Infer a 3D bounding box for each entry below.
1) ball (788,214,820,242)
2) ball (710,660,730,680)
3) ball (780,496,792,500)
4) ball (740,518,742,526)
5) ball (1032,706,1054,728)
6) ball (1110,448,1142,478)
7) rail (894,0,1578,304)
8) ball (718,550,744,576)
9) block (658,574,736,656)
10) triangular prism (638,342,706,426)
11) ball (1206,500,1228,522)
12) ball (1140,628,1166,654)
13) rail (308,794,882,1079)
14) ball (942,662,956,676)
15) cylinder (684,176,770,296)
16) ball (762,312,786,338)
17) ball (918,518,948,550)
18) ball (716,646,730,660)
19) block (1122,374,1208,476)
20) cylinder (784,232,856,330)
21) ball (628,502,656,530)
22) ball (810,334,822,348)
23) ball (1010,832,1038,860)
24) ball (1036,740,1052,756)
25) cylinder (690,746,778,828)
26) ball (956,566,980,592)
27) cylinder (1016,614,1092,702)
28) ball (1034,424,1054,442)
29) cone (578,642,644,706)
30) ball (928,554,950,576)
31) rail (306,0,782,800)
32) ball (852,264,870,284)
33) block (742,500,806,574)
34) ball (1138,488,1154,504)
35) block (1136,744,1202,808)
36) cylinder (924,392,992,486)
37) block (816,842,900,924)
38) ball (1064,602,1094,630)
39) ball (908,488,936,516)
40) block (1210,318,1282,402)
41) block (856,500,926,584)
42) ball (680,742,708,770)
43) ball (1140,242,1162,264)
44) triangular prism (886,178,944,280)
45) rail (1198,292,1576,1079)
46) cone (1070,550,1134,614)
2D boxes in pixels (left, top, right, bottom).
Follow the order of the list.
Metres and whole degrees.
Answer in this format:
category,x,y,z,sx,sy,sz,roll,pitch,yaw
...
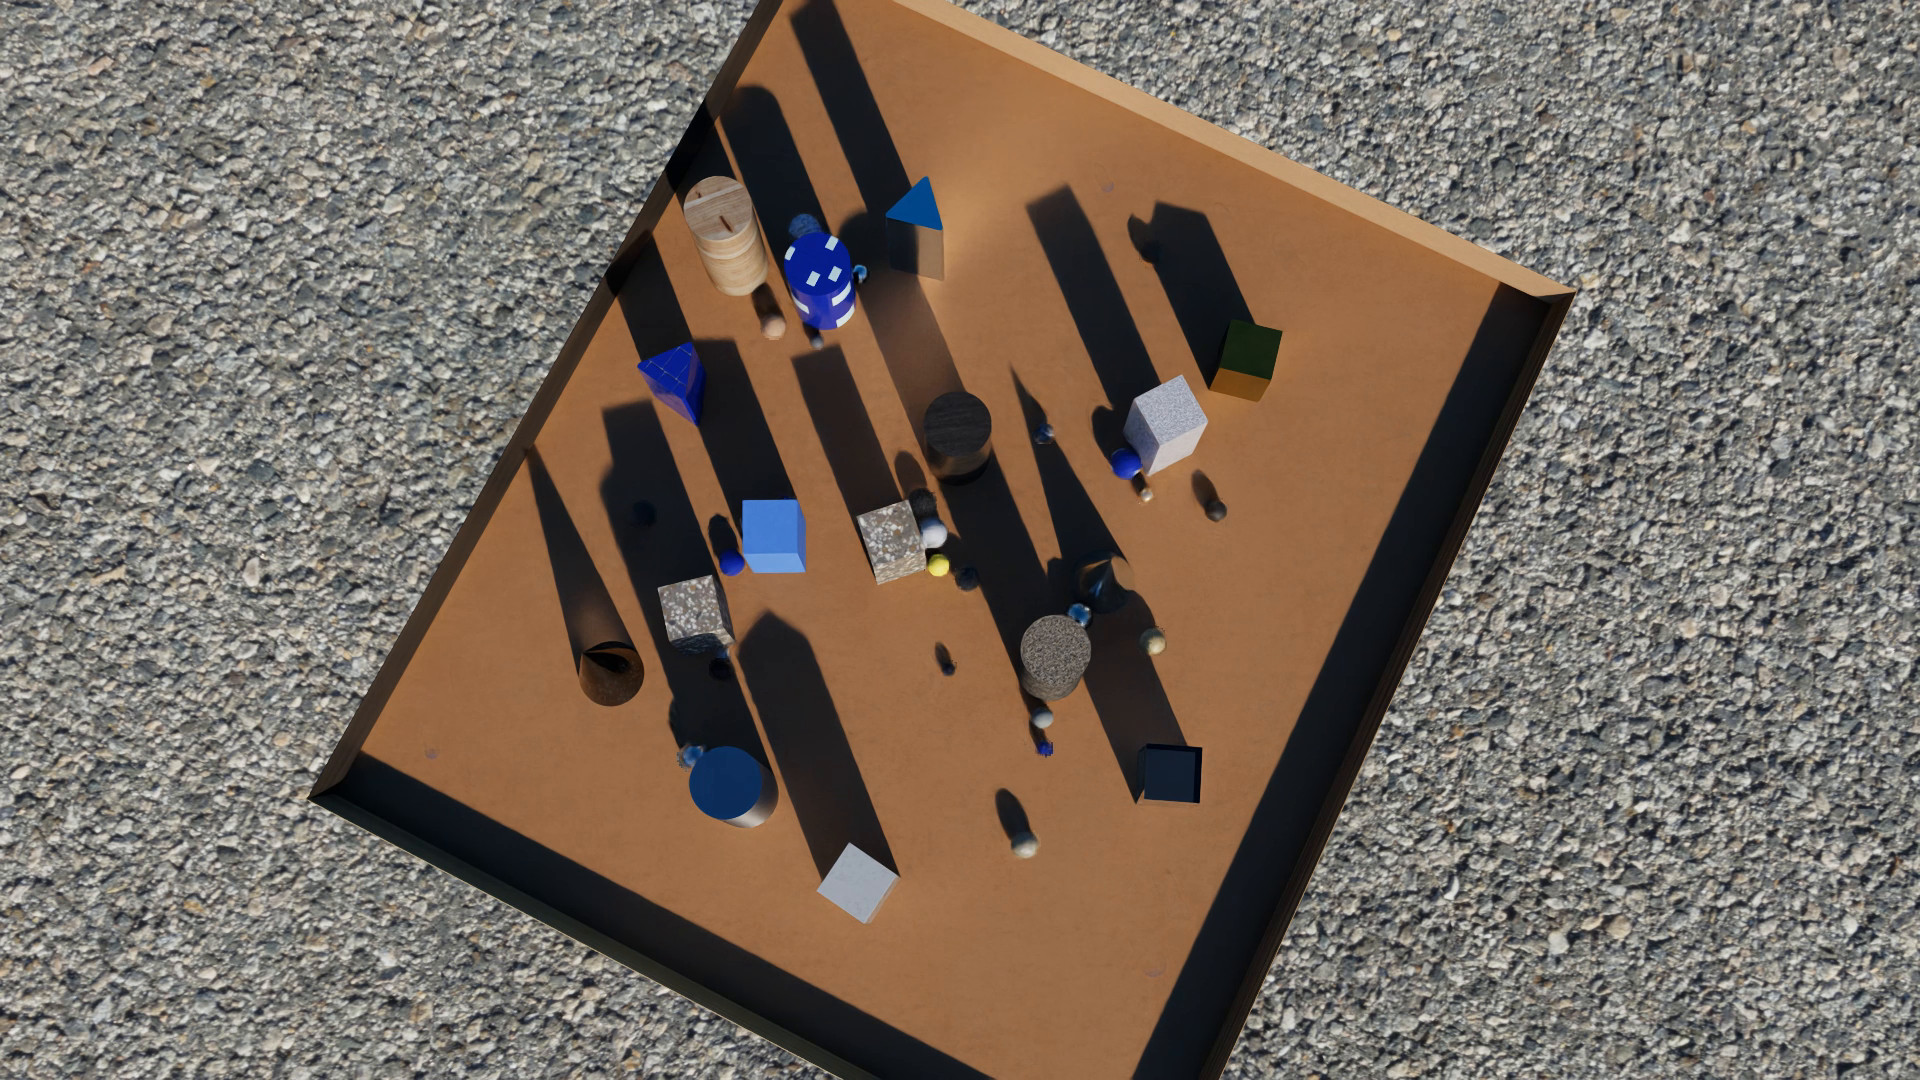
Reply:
category,x,y,z,sx,sy,sz,roll,pitch,yaw
ball,-0.489,-0.975,5.768,0.099,0.099,0.099,0,78,0
ball,-0.720,0.390,5.507,0.057,0.057,0.057,0,78,0
ball,-0.536,-0.116,5.619,0.042,0.042,0.042,0,78,0
ball,-0.654,-0.055,5.607,0.042,0.042,0.042,0,78,0
ball,0.245,0.530,5.473,0.065,0.065,0.065,0,78,0
ball,0.507,-0.236,5.616,0.096,0.096,0.096,0,78,0
rail,0.681,-1.326,5.824,2.708,0.129,0.045,26,80,5
ball,-0.693,0.071,5.562,0.079,0.079,0.079,0,78,0
block,-0.773,0.226,5.409,0.159,0.315,0.159,-14,79,-3
triangular prism,-0.839,-0.493,5.560,0.172,0.312,0.149,35,80,7
ball,0.783,-0.089,5.601,0.067,0.067,0.067,0,78,0
ball,0.579,0.306,5.513,0.079,0.079,0.079,0,78,0
rail,-0.681,1.340,5.272,2.708,0.129,0.045,26,80,5
ball,-0.035,0.390,5.514,0.043,0.043,0.043,0,78,0
cylinder,-0.703,-0.914,5.558,0.199,0.485,0.199,0,78,0
ball,-0.580,-0.671,5.715,0.079,0.079,0.079,0,78,0
ball,-0.085,-0.019,5.573,0.093,0.093,0.093,0,78,0
ball,-0.716,0.342,5.524,0.044,0.044,0.044,0,78,0
block,0.611,-0.338,5.493,0.159,0.380,0.159,-27,80,-5
cylinder,-0.425,-0.789,5.616,0.199,0.322,0.199,0,78,0
ball,-0.971,-0.074,5.590,0.081,0.081,0.081,0,78,0
ball,-0.449,-0.621,5.724,0.042,0.042,0.042,0,78,0
ball,0.191,0.897,5.389,0.082,0.082,0.082,0,78,0
ball,0.251,0.620,5.466,0.044,0.044,0.044,0,78,0
cylinder,-0.639,0.710,5.227,0.199,0.475,0.199,0,78,0
ball,0.023,0.119,5.553,0.076,0.076,0.076,0,78,0
cylinder,0.269,0.348,5.342,0.199,0.396,0.199,0,78,0
ball,0.259,-0.330,5.653,0.062,0.062,0.062,0,78,0
cone,-1.052,0.359,5.316,0.199,0.442,0.199,0,78,0
ball,-0.066,0.076,5.566,0.069,0.069,0.069,0,78,0
rail,-1.190,-0.576,5.669,0.045,0.129,3.092,26,80,5
ball,-0.315,-0.835,5.757,0.064,0.064,0.064,0,78,0
block,-0.552,-0.009,5.466,0.159,0.299,0.159,-1,78,0
ball,0.571,-0.134,5.620,0.047,0.047,0.047,0,78,0
block,0.607,0.690,5.344,0.159,0.255,0.159,4,78,1
cylinder,-0.007,-0.300,5.496,0.199,0.359,0.199,0,78,0
block,-0.285,0.981,5.227,0.159,0.366,0.159,33,80,6
ball,0.356,0.232,5.521,0.093,0.093,0.093,0,78,0
ball,-0.117,-0.117,5.599,0.082,0.082,0.082,0,78,0
block,0.872,-0.547,5.607,0.159,0.240,0.159,14,79,3
block,-0.201,0.010,5.466,0.159,0.291,0.159,-18,79,-4
ball,-0.788,0.642,5.440,0.087,0.087,0.087,0,78,0
ball,0.601,-0.906,5.770,0.068,0.068,0.068,0,78,0
triangular prism,-0.117,-0.957,5.593,0.172,0.433,0.149,14,79,3
rail,1.190,0.589,5.428,0.045,0.129,3.092,26,80,5
cone,0.433,0.091,5.415,0.199,0.358,0.199,0,78,0
